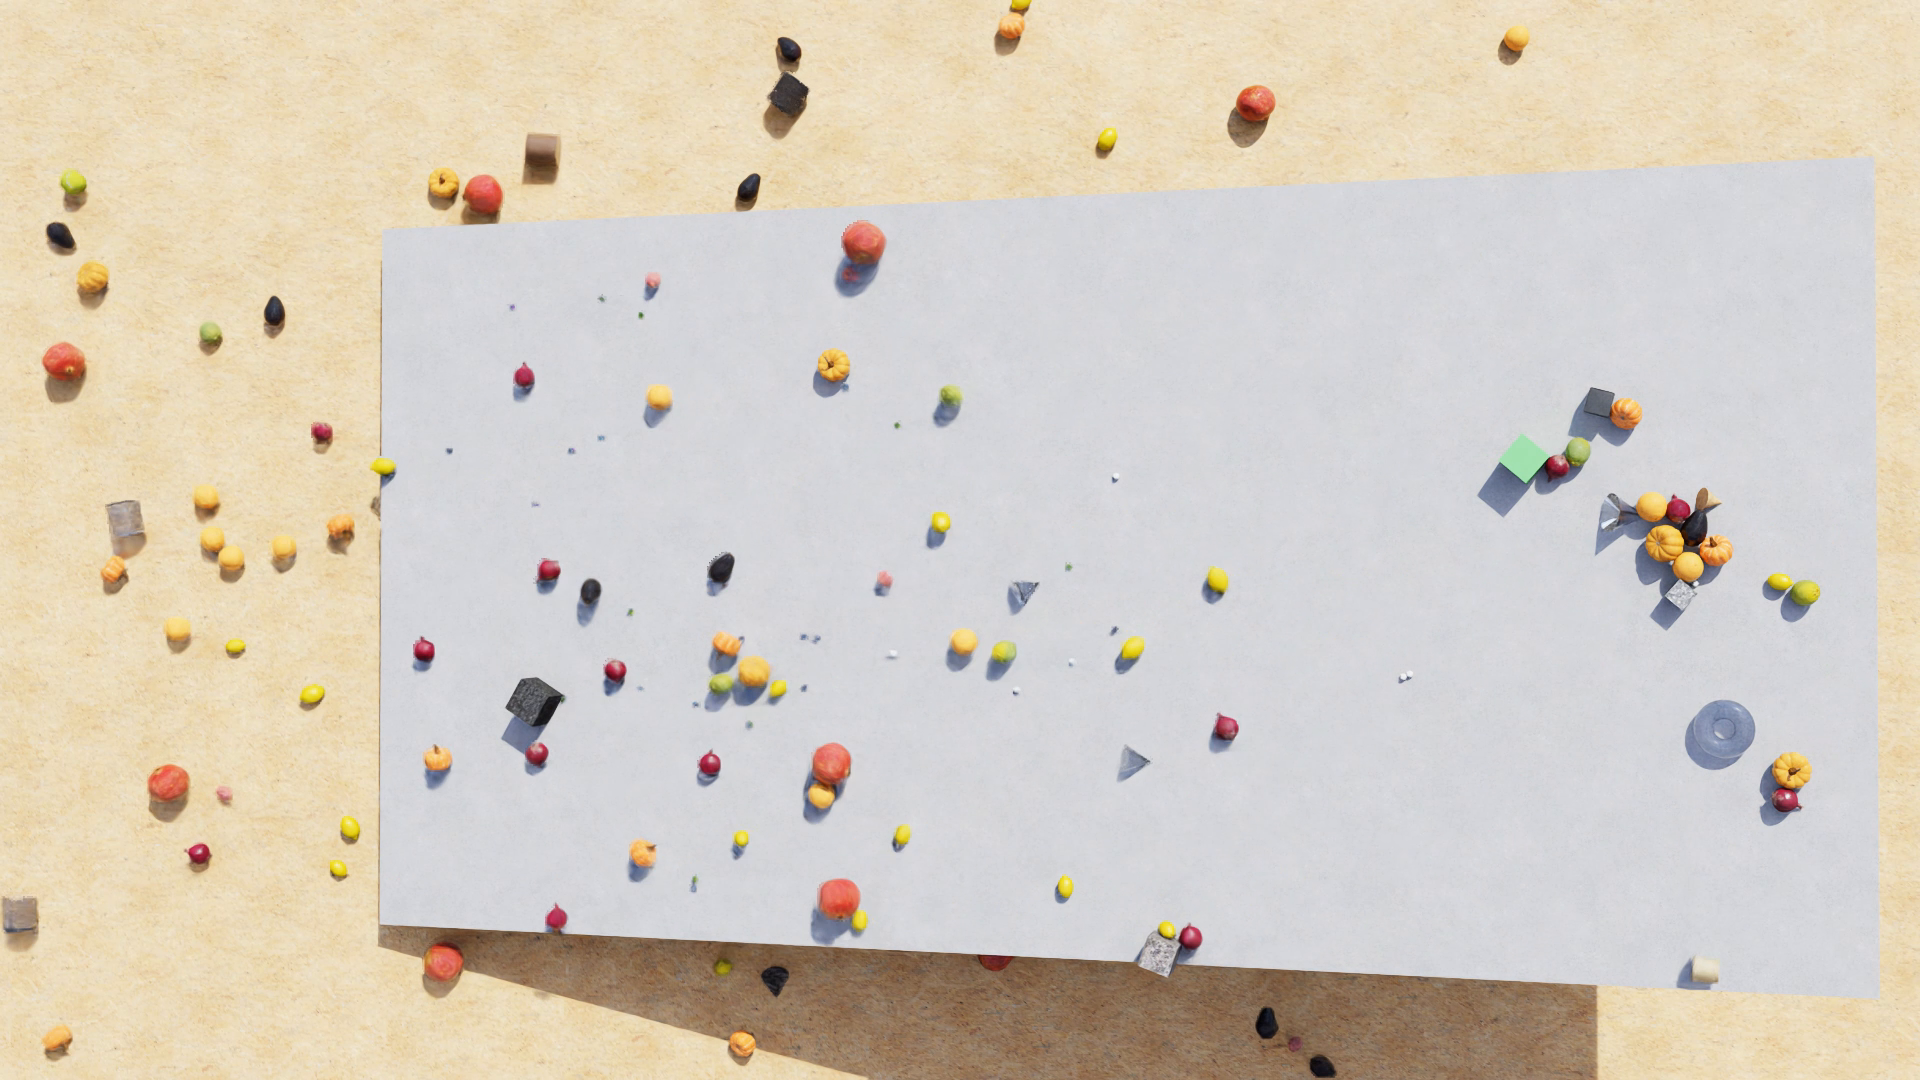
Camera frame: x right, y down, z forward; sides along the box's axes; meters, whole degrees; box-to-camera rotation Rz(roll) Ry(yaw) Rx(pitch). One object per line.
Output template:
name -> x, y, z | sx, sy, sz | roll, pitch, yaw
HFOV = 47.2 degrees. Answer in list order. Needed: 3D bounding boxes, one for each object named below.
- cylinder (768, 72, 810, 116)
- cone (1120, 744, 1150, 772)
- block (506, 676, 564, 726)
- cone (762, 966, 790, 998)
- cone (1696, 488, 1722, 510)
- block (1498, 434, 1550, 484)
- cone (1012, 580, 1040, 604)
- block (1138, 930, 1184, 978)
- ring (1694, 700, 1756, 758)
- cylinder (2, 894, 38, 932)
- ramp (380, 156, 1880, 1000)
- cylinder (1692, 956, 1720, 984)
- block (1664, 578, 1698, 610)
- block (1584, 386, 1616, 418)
cylinder -> -0.499, -1.296, 6.398 | 0.091, 0.091, 0.091 | 35, 89, 0
cone -> 0.460, 0.569, 5.691 | 0.072, 0.072, 0.072 | 9, 89, -11
block -> -1.187, 0.451, 6.134 | 0.097, 0.097, 0.097 | 32, 98, 14
cone -> -0.534, 1.298, 6.387 | 0.083, 0.083, 0.083 | -1, 116, 0
cone -> 1.818, -0.094, 5.313 | 0.056, 0.056, 0.056 | 10, 89, -11
block -> 1.388, -0.199, 5.407 | 0.087, 0.087, 0.087 | 42, 100, 13
cone -> 0.180, 0.124, 5.779 | 0.067, 0.067, 0.067 | -31, 89, 9
block -> 0.515, 1.062, 5.642 | 0.082, 0.082, 0.082 | 19, 94, 15
ring -> 1.838, 0.454, 5.288 | 0.143, 0.048, 0.143 | 0, 90, 17
cylinder -> -2.720, 1.080, 6.362 | 0.093, 0.093, 0.093 | 0, 90, 0
ramp -> 0.269, 0.096, 5.822 | 4.000, 0.100, 2.000 | 0, 89, 16
cylinder -> 1.792, 1.032, 5.286 | 0.059, 0.059, 0.059 | 6, 89, 16
block -> 1.743, 0.132, 5.316 | 0.054, 0.054, 0.054 | 42, 100, 13
block -> 1.562, -0.335, 5.372 | 0.060, 0.060, 0.060 | 16, 94, 16
